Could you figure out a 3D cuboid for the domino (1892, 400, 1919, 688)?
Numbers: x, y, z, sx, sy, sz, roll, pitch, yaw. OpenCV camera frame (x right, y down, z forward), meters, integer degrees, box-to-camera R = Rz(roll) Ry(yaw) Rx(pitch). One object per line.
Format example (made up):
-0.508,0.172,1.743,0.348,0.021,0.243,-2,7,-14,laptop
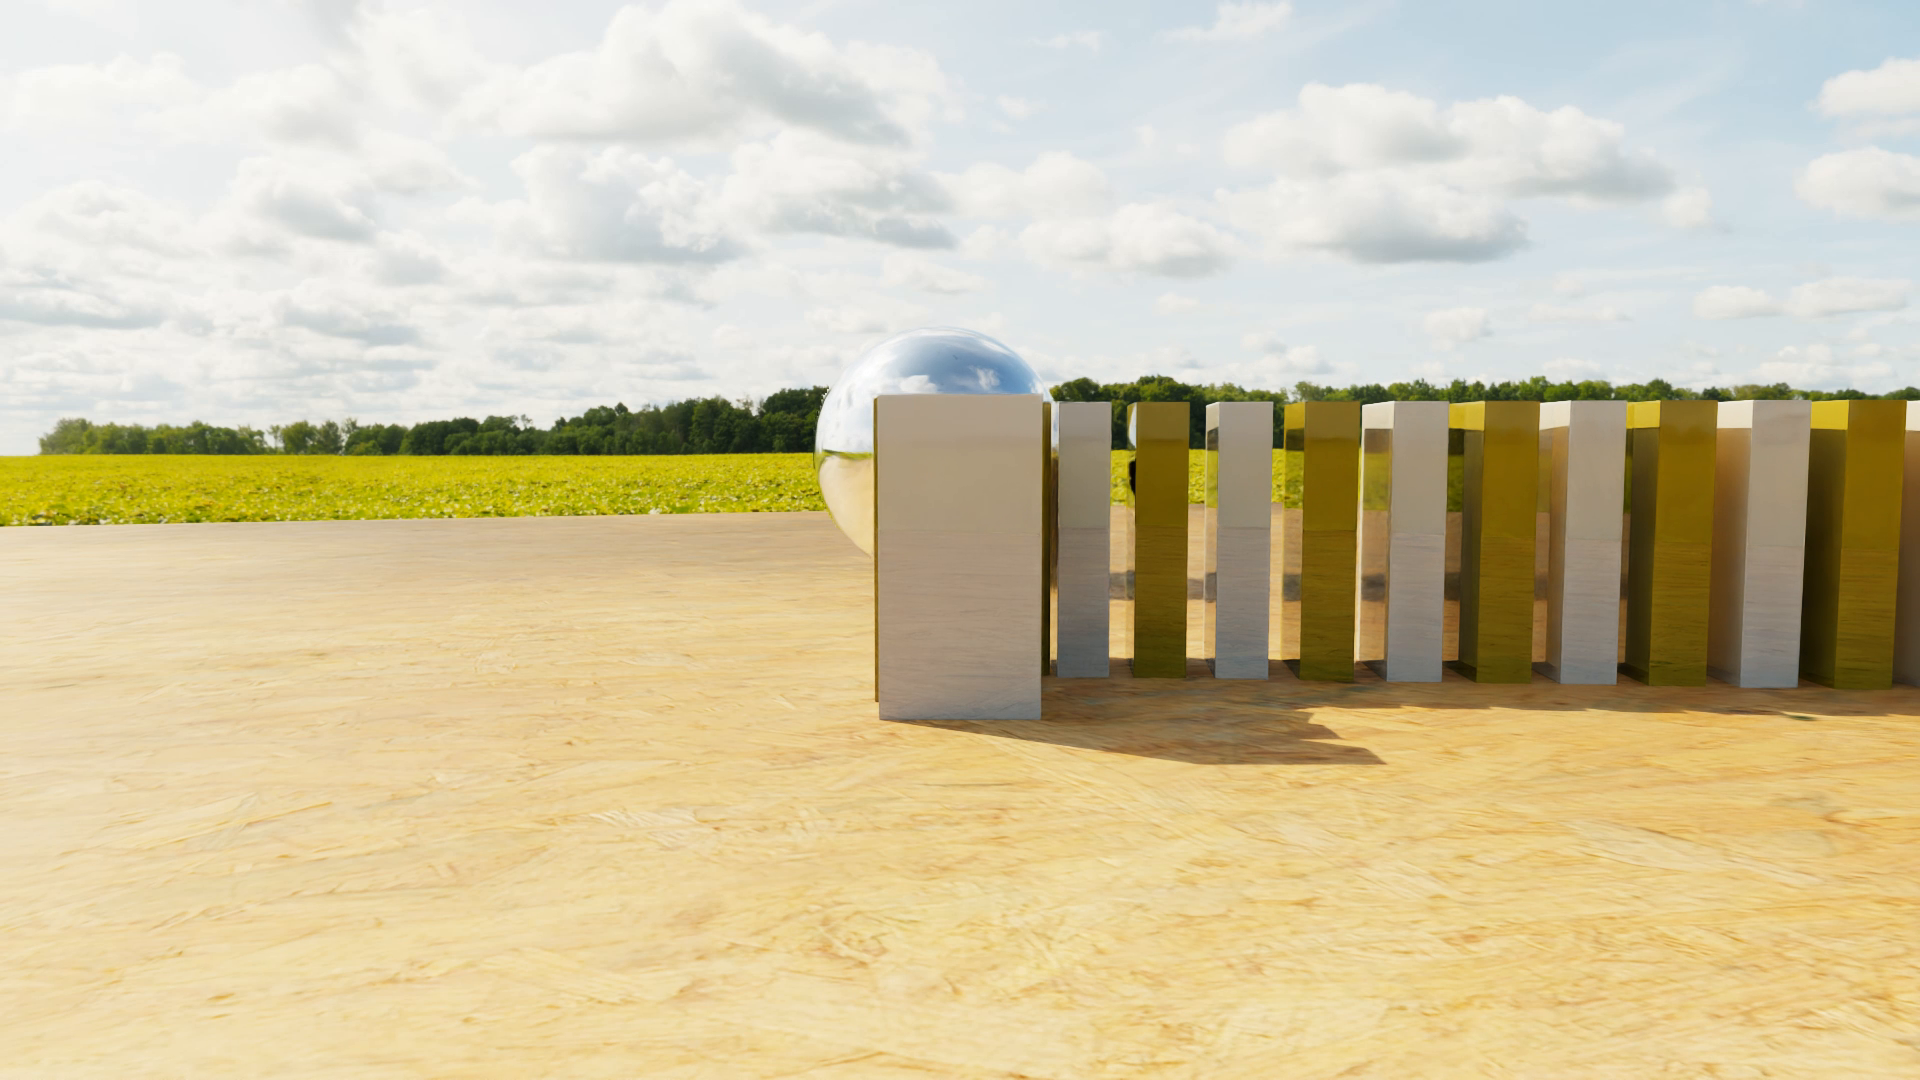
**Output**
0.173,0.000,0.232,0.009,0.050,0.025,0,4,0,domino

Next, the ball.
-0.006,-0.028,0.411,0.080,0.080,0.080,0,4,0,ball

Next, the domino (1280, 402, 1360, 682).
0.067,-0.001,0.241,0.009,0.050,0.025,0,4,6,domino

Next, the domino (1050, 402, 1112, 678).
0.022,-0.001,0.245,0.009,0.050,0.025,0,4,-2,domino

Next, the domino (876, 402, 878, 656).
-0.002,0.000,0.229,0.025,0.050,0.009,2,5,23,domino

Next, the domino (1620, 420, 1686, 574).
0.220,-0.013,0.411,0.025,0.050,0.009,-3,26,-23,domino

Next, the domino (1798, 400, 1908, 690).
0.157,0.000,0.233,0.009,0.050,0.025,0,4,4,domino

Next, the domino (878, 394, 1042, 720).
0.000,0.002,0.201,0.025,0.050,0.010,0,4,0,domino

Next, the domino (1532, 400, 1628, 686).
0.112,0.000,0.238,0.009,0.050,0.025,0,4,5,domino

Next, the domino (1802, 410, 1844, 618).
0.214,-0.005,0.305,0.025,0.050,0.009,2,25,28,domino

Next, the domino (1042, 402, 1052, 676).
0.007,-0.001,0.244,0.009,0.050,0.025,-2,5,-24,domino

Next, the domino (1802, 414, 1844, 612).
0.222,-0.006,0.314,0.025,0.050,0.010,3,28,31,domino

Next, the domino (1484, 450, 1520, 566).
0.204,-0.016,0.449,0.025,0.050,0.009,-2,26,-23,domino

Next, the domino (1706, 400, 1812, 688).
0.142,0.000,0.234,0.009,0.050,0.025,0,4,6,domino

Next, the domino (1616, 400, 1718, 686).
0.127,0.000,0.236,0.009,0.050,0.025,0,4,6,domino

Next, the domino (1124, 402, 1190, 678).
0.037,-0.001,0.244,0.009,0.050,0.025,0,4,4,domino

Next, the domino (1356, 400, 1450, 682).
0.082,0.000,0.240,0.009,0.050,0.025,0,4,5,domino

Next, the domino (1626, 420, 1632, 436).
0.214,-0.014,0.420,0.025,0.050,0.009,-2,26,-23,domino

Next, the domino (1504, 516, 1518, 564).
0.207,-0.015,0.439,0.025,0.050,0.009,-2,26,-23,domino

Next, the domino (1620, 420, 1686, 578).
0.227,-0.013,0.403,0.025,0.050,0.010,-2,26,-23,domino

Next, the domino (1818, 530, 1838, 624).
0.215,-0.004,0.289,0.025,0.050,0.009,0,21,5,domino

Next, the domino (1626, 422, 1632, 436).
0.210,-0.015,0.429,0.025,0.050,0.010,-2,26,-23,domino

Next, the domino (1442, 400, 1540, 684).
0.097,0.000,0.239,0.009,0.050,0.025,0,4,3,domino

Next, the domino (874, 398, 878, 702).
-0.002,0.001,0.215,0.025,0.050,0.009,0,4,-2,domino

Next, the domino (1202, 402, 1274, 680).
0.052,-0.001,0.243,0.009,0.050,0.025,0,4,6,domino

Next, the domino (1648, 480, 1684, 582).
0.233,-0.012,0.395,0.025,0.050,0.010,-2,26,-23,domino
